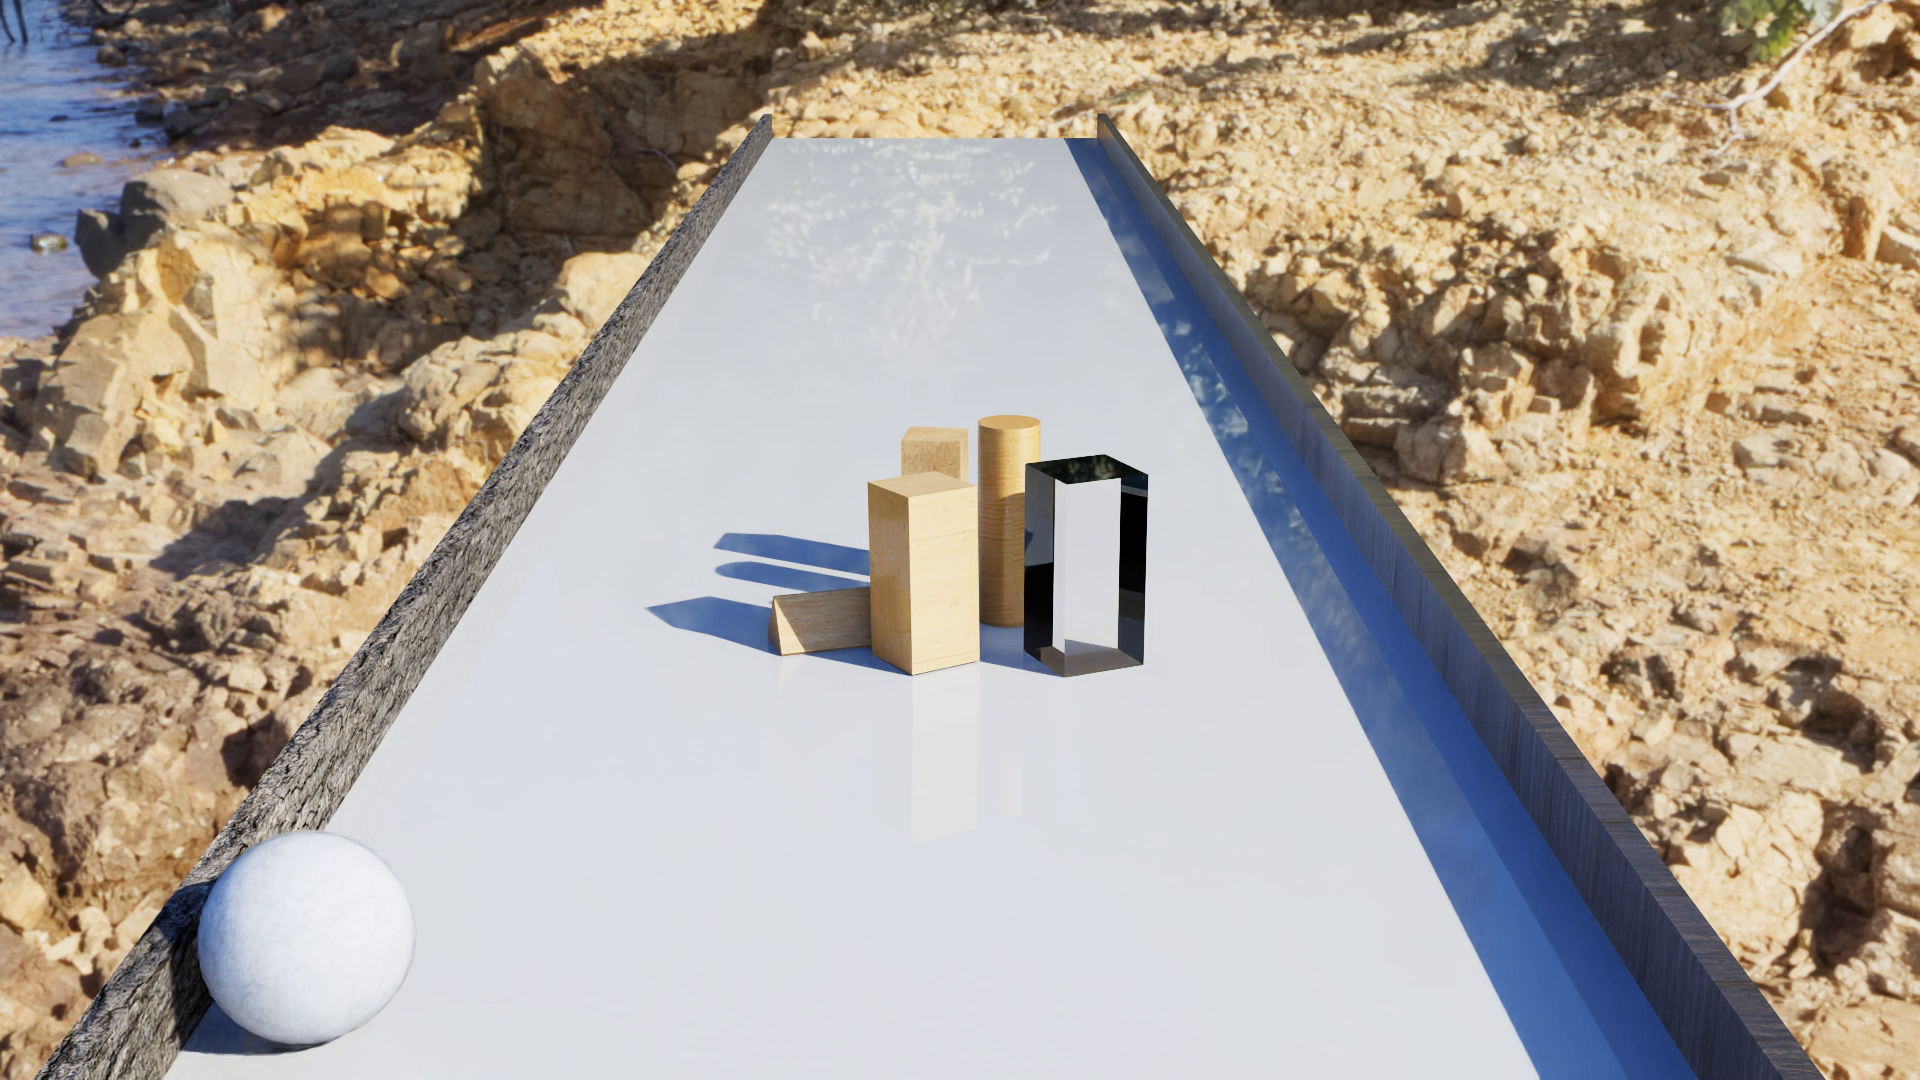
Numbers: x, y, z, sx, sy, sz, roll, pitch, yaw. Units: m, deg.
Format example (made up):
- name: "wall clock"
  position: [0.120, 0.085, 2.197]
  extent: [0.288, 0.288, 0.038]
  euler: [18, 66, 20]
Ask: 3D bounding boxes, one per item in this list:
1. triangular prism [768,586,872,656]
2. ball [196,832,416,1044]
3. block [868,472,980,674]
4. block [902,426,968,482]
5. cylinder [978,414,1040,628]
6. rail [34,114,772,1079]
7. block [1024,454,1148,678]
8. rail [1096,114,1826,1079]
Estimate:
- name: "triangular prism"
  position: [-0.212, 0.149, 4.527]
  extent: [0.349, 0.107, 0.124]
  euler: [-5, 18, -17]
- name: "ball"
  position: [-0.874, 0.532, 2.945]
  extent: [0.281, 0.281, 0.281]
  euler: [0, 17, 0]
- name: "block"
  position: [-0.072, 0.063, 4.378]
  extent: [0.157, 0.359, 0.157]
  euler: [-10, 18, -31]
- name: "block"
  position: [-0.055, -0.078, 4.917]
  extent: [0.131, 0.326, 0.131]
  euler: [2, 17, 7]
- name: "cylinder"
  position: [0.102, -0.039, 4.608]
  extent: [0.130, 0.428, 0.130]
  euler: [0, 17, 0]
- name: "rail"
  position: [-1.118, -0.838, 7.780]
  extent: [0.050, 0.150, 12.000]
  euler: [0, 17, -1]
- name: "block"
  position: [0.248, 0.049, 4.374]
  extent: [0.179, 0.393, 0.179]
  euler: [-8, 18, -24]
- name: "rail"
  position: [0.932, -0.844, 7.801]
  extent: [0.050, 0.150, 12.000]
  euler: [0, 17, -1]
